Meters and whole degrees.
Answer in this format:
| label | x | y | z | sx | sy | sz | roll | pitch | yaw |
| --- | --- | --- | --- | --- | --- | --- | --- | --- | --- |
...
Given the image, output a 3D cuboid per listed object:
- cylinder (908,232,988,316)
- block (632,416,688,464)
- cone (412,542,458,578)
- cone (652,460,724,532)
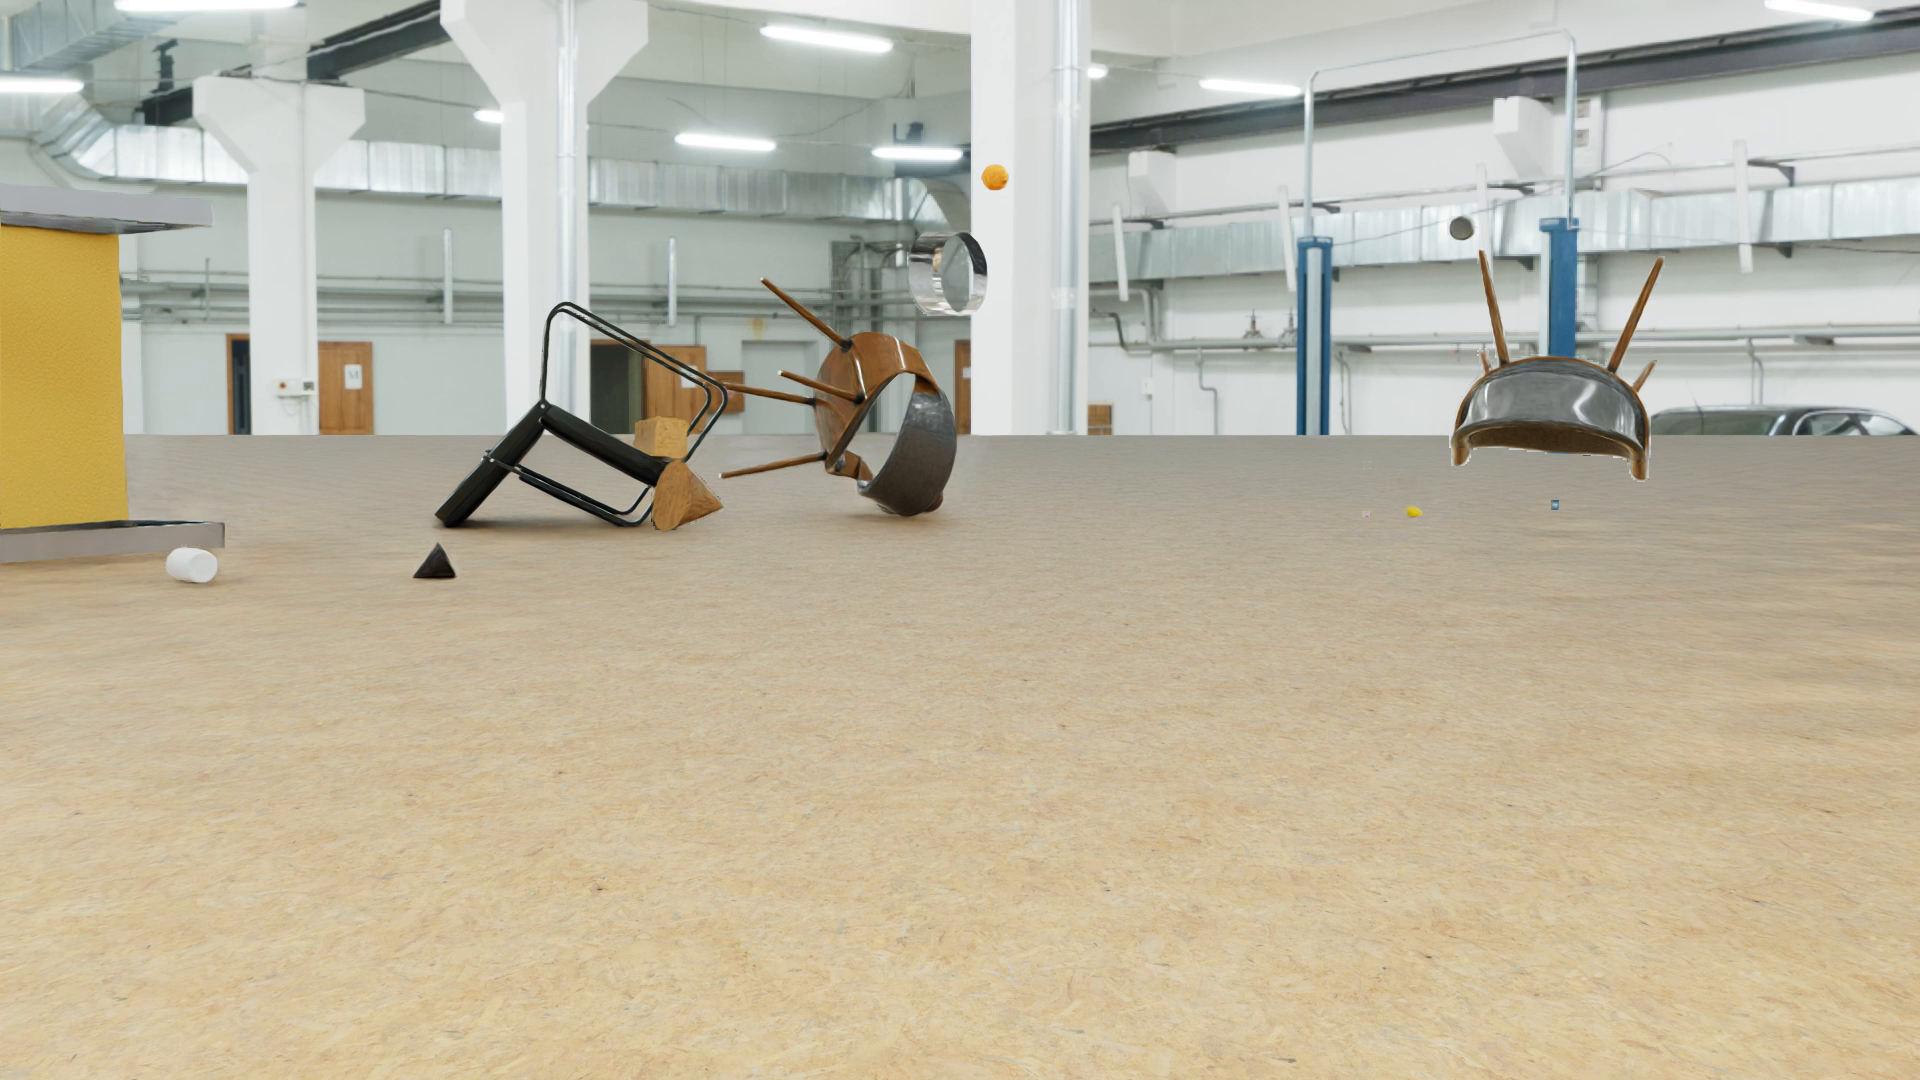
| label | x | y | z | sx | sy | sz | roll | pitch | yaw |
| --- | --- | --- | --- | --- | --- | --- | --- | --- | --- |
| cylinder | -0.036 | -0.819 | 6.753 | 0.127 | 0.260 | 0.222 | 8 | 36 | 40 |
| block | -1.001 | -0.333 | 7.346 | 0.112 | 0.129 | 0.209 | 6 | -5 | -28 |
| cone | -1.263 | 0.068 | 5.240 | 0.094 | 0.096 | 0.103 | -28 | 3 | -9 |
| cone | -0.830 | -0.121 | 6.978 | 0.153 | 0.228 | 0.249 | 12 | -1 | 37 |
